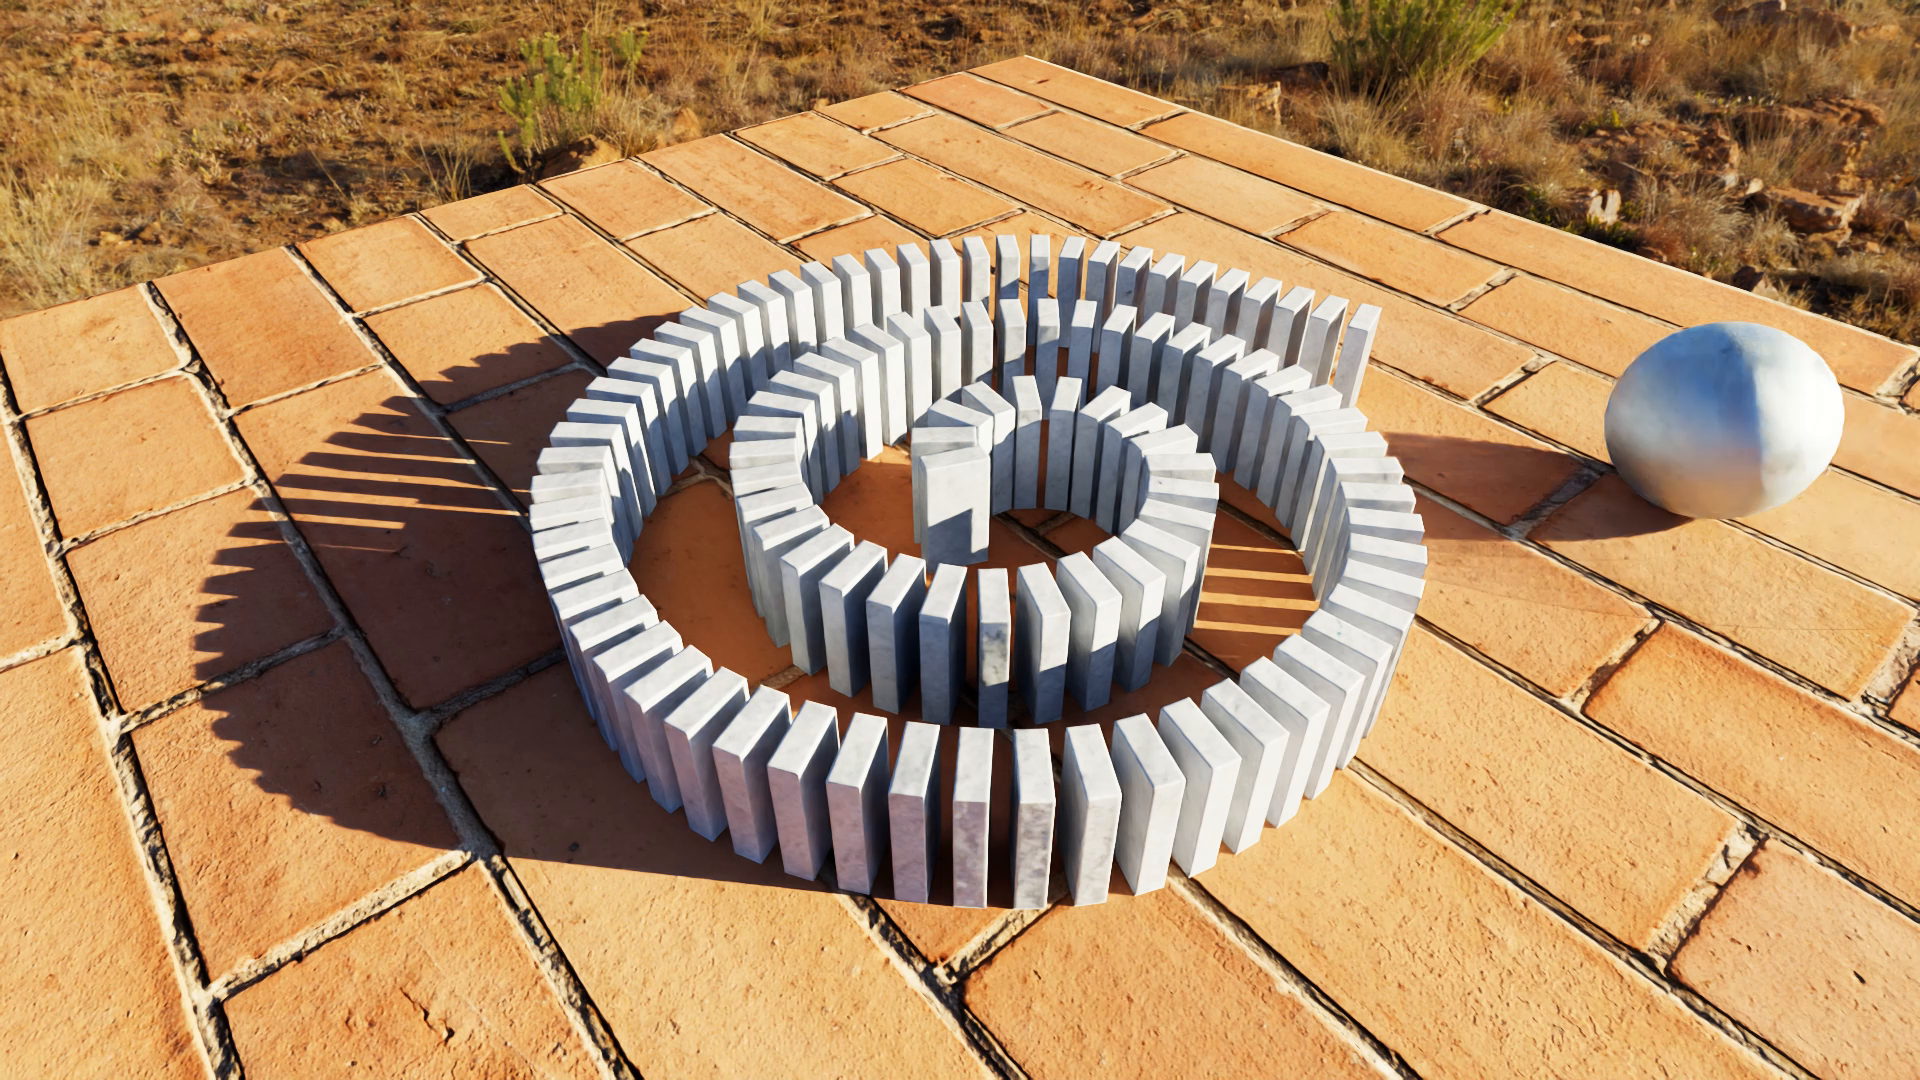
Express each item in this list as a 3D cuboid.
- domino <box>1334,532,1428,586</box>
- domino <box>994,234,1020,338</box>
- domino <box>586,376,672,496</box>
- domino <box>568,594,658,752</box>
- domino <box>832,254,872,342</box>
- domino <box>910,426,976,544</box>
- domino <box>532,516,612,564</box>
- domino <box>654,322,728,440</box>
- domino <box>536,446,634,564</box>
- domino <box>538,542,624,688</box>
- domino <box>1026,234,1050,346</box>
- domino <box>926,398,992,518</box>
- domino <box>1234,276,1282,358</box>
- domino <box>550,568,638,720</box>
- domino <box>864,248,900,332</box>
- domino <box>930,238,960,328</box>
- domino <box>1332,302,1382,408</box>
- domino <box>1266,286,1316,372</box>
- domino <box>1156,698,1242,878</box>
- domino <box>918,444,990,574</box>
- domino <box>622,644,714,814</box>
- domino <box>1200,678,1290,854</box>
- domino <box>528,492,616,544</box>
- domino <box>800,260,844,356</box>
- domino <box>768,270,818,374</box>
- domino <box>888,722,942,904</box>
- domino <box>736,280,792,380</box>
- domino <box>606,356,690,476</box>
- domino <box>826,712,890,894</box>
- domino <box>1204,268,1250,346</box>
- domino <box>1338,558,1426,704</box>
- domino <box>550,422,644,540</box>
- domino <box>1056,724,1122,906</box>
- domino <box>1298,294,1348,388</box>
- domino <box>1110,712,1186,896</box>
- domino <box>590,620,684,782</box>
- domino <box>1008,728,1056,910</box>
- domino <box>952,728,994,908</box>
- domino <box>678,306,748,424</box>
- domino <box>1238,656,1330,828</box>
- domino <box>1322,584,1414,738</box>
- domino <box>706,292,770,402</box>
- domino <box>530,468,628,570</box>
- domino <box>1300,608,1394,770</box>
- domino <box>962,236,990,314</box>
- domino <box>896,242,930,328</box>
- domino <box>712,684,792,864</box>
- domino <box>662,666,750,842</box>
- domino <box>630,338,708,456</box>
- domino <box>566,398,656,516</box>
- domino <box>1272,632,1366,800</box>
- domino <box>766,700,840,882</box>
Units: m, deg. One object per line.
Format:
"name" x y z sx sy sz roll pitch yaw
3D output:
"domino" 0.143 0.022 0.385 0.025 0.050 0.010 11 41 13
"domino" 0.024 -0.129 0.569 0.009 0.050 0.025 -3 39 -3
"domino" -0.139 -0.043 0.464 0.025 0.050 0.009 9 40 11
"domino" -0.108 0.044 0.358 0.025 0.050 0.009 -26 46 -28
"domino" -0.053 -0.114 0.551 0.010 0.050 0.025 -18 43 -21
"domino" -0.006 -0.021 0.437 0.025 0.050 0.009 -1 39 -1
"domino" -0.133 0.017 0.391 0.025 0.050 0.009 -15 42 -18
"domino" -0.122 -0.072 0.500 0.025 0.050 0.010 18 43 21
"domino" -0.145 -0.013 0.427 0.025 0.050 0.009 -2 39 -2
"domino" -0.126 0.026 0.379 0.025 0.050 0.009 -19 43 -21
"domino" 0.040 -0.129 0.569 0.009 0.050 0.025 2 39 2
"domino" 0.000 -0.031 0.449 0.025 0.050 0.010 23 45 26
"domino" 0.142 -0.099 0.532 0.009 0.050 0.025 24 45 26
"domino" -0.118 0.035 0.368 0.025 0.050 0.009 -22 44 -24
"domino" -0.039 -0.119 0.556 0.009 0.050 0.025 -15 42 -18
"domino" -0.008 -0.125 0.565 0.009 0.050 0.025 -9 40 -11
"domino" 0.182 -0.081 0.511 0.009 0.050 0.025 20 43 22
"domino" 0.155 -0.093 0.525 0.010 0.050 0.025 24 45 27
"domino" 0.067 0.073 0.322 0.009 0.050 0.025 -17 42 -20
"domino" -0.002 -0.011 0.425 0.025 0.050 0.009 -12 41 -14
"domino" -0.086 0.059 0.340 0.010 0.050 0.025 29 47 31
"domino" 0.081 0.068 0.328 0.009 0.050 0.025 -21 44 -24
"domino" -0.138 0.007 0.402 0.025 0.050 0.010 -12 41 -14
"domino" -0.068 -0.109 0.545 0.009 0.050 0.025 -21 44 -24
"domino" -0.081 -0.104 0.538 0.009 0.050 0.025 -25 46 -27
"domino" -0.012 0.079 0.315 0.009 0.050 0.025 6 40 7
"domino" -0.094 -0.097 0.530 0.009 0.050 0.025 -31 48 -32
"domino" -0.135 -0.053 0.476 0.025 0.050 0.010 12 41 14
"domino" -0.028 0.077 0.318 0.010 0.050 0.025 9 40 11
"domino" 0.128 -0.104 0.539 0.010 0.050 0.025 23 45 26
"domino" 0.137 0.032 0.373 0.025 0.050 0.010 17 42 20
"domino" -0.145 -0.023 0.440 0.025 0.050 0.009 3 39 3
"domino" 0.036 0.079 0.315 0.009 0.050 0.025 -5 40 -7
"domino" 0.168 -0.087 0.517 0.010 0.050 0.025 24 45 26
"domino" 0.052 0.077 0.318 0.009 0.050 0.025 -12 41 -14
"domino" -0.098 0.052 0.348 0.025 0.050 0.009 -30 48 -31
"domino" 0.020 0.080 0.314 0.010 0.050 0.025 -1 39 -1
"domino" 0.004 0.080 0.314 0.009 0.050 0.025 3 39 3
"domino" -0.114 -0.081 0.510 0.025 0.050 0.009 22 44 24
"domino" 0.095 0.062 0.336 0.010 0.050 0.025 -26 46 -28
"domino" 0.129 0.040 0.362 0.025 0.050 0.009 25 45 27
"domino" -0.105 -0.090 0.521 0.025 0.050 0.009 27 46 29
"domino" -0.143 -0.003 0.415 0.025 0.050 0.010 -7 40 -9
"domino" 0.119 0.048 0.352 0.025 0.050 0.010 30 48 31
"domino" 0.008 -0.128 0.567 0.010 0.050 0.025 -6 40 -8
"domino" -0.023 -0.122 0.561 0.009 0.050 0.025 -12 41 -15
"domino" -0.059 0.070 0.326 0.009 0.050 0.025 16 42 19
"domino" -0.073 0.065 0.332 0.009 0.050 0.025 22 44 24
"domino" -0.129 -0.063 0.488 0.025 0.050 0.009 15 42 17
"domino" -0.143 -0.033 0.452 0.025 0.050 0.010 6 40 7
"domino" 0.107 0.056 0.344 0.009 0.050 0.025 -30 48 -31
"domino" -0.044 0.074 0.321 0.010 0.050 0.025 12 41 14
